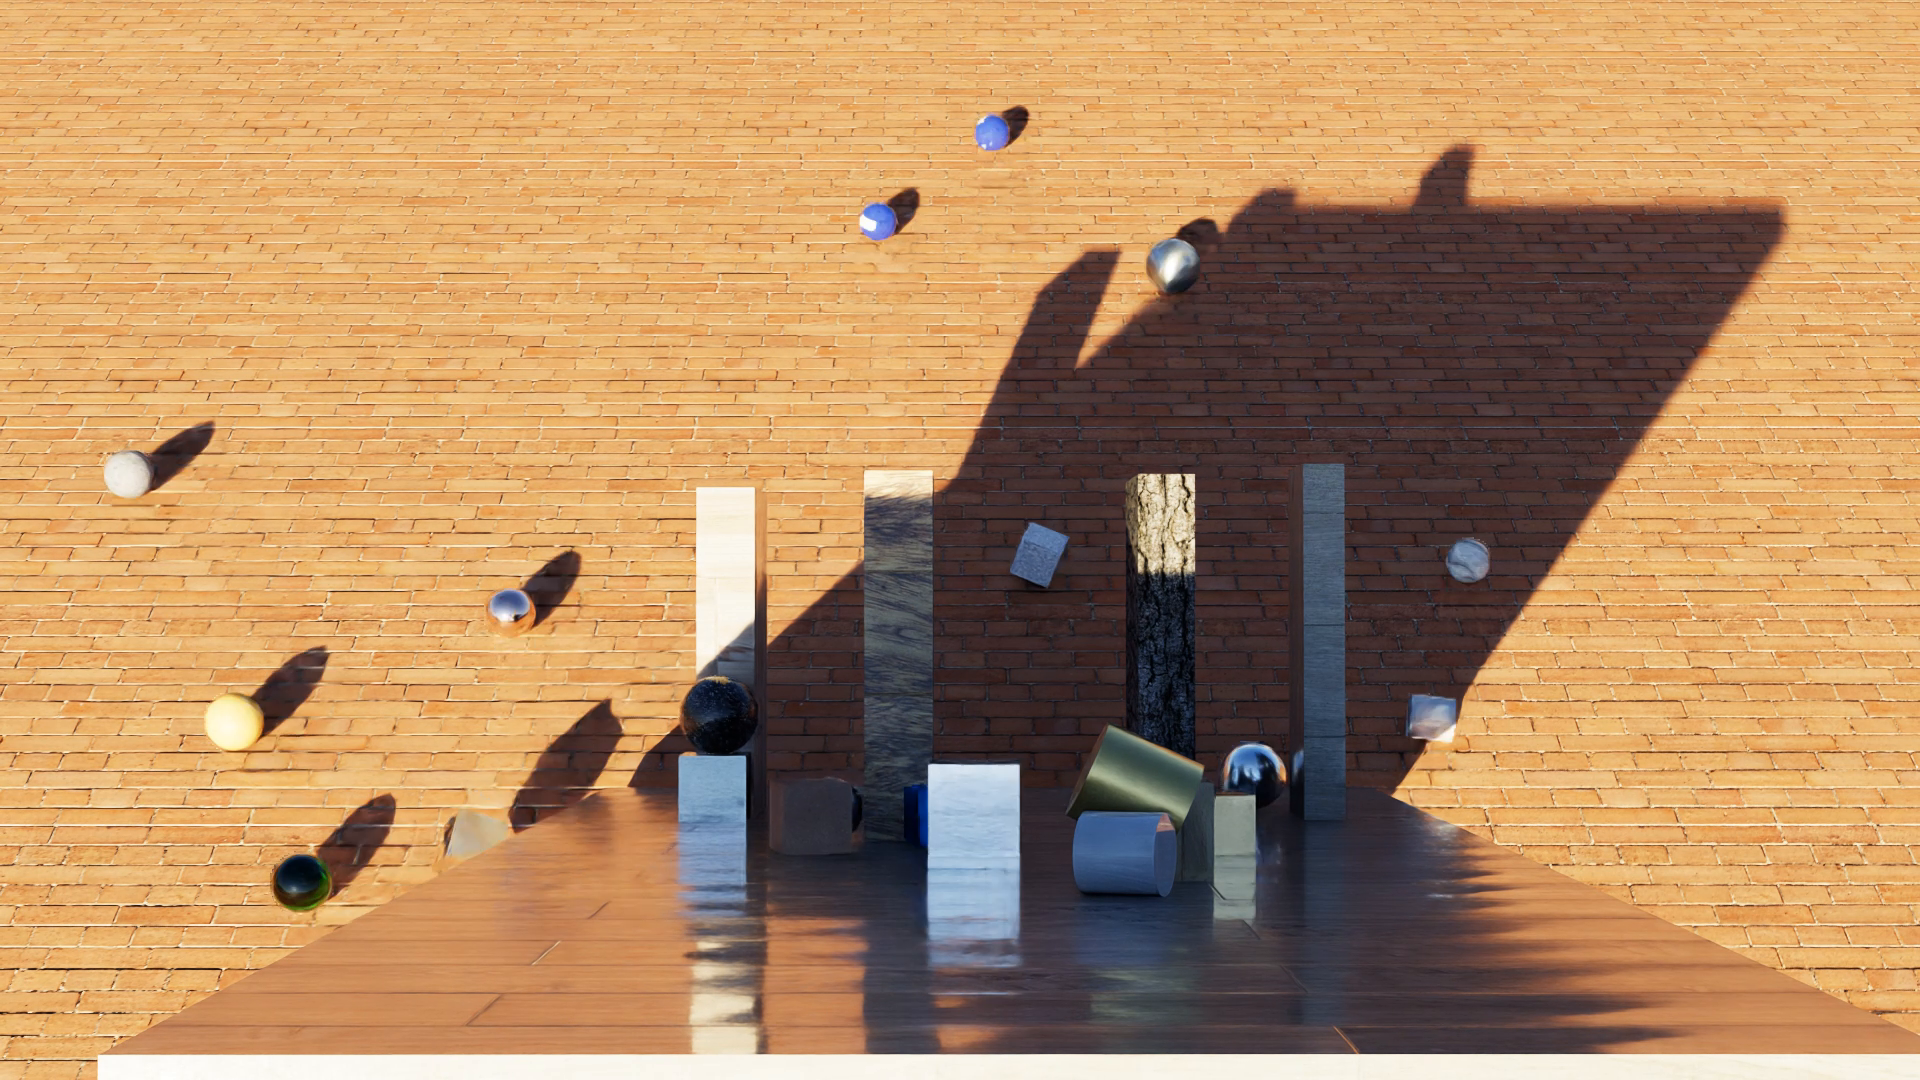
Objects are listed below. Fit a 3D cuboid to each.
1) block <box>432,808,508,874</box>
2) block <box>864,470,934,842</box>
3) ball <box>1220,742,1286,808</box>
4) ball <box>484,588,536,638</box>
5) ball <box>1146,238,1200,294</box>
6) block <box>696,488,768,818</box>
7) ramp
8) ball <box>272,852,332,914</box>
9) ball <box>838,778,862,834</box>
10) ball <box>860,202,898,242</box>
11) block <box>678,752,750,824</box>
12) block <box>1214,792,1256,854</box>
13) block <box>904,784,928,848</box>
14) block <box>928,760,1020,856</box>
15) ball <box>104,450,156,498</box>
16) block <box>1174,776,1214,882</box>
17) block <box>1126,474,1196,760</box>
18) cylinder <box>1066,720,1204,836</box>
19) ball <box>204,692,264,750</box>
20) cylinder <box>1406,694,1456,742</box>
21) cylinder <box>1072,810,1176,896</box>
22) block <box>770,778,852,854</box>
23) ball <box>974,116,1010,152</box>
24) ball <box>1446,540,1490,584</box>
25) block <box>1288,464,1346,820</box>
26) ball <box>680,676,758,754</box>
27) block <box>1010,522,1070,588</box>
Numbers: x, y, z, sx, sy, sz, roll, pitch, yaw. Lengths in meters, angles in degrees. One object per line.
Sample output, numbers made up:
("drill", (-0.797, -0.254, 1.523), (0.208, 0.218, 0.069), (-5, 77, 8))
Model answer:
("block", (-1.213, 0.761, 6.429), (0.129, 0.129, 0.129), (21, 56, -18))
("block", (-0.125, 0.239, 5.422), (0.139, 0.751, 0.325), (0, -1, 0))
("ball", (0.687, 0.552, 6.085), (0.156, 0.156, 0.156), (0, 34, 0))
("ball", (-1.291, 0.209, 7.455), (0.145, 0.145, 0.145), (0, 34, 0))
("ball", (0.752, -0.968, 9.171), (0.195, 0.195, 0.195), (0, 34, 0))
("block", (-0.528, 0.257, 6.030), (0.130, 0.743, 0.382), (0, -1, 0))
("ramp", (0.075, 0.649, 4.782), (2.000, 0.100, 4.000), (0, -1, 0))
("ball", (-1.643, 0.857, 6.481), (0.149, 0.149, 0.149), (0, 34, 0))
("ball", (-0.262, 0.544, 5.227), (0.132, 0.132, 0.132), (0, 34, 0))
("ball", (-0.300, -1.167, 9.518), (0.140, 0.140, 0.140), (0, 34, 0))
("block", (-0.543, 0.548, 5.758), (0.147, 0.147, 0.147), (0, -1, -1))
("block", (0.504, 0.548, 5.032), (0.113, 0.113, 0.113), (0, -1, -8))
("block", (-0.043, 0.551, 5.197), (0.113, 0.113, 0.113), (-1, -1, -16))
("block", (0.029, 0.518, 5.040), (0.174, 0.174, 0.174), (0, -1, 2))
("ball", (-2.582, -0.205, 8.069), (0.151, 0.151, 0.151), (0, 34, 0))
("block", (0.356, 0.509, 4.592), (0.171, 0.171, 0.171), (0, -1, 0))
("block", (0.373, 0.243, 4.857), (0.102, 0.716, 0.347), (0, -1, 0))
("cylinder", (0.297, 0.426, 4.420), (0.178, 0.178, 0.178), (25, 37, 1))
("ball", (-1.963, 0.491, 7.023), (0.155, 0.155, 0.155), (0, 34, 0))
("cylinder", (1.281, 0.484, 7.056), (0.118, 0.118, 0.118), (7, 34, 4))
("cylinder", (0.273, 0.519, 4.293), (0.138, 0.138, 0.138), (-1, 32, 21))
("block", (-0.292, 0.539, 5.061), (0.134, 0.134, 0.134), (0, -1, -15))
("ball", (0.125, -1.591, 10.152), (0.142, 0.142, 0.142), (0, 34, 0))
("ball", (1.506, 0.063, 7.687), (0.130, 0.130, 0.130), (0, 34, 0))
("block", (0.811, 0.229, 5.904), (0.092, 0.793, 0.258), (0, -1, 0))
("ball", (-0.533, 0.387, 5.749), (0.175, 0.175, 0.175), (0, 34, 0))
("block", (0.235, 0.043, 7.683), (0.122, 0.122, 0.122), (22, 28, 4))
